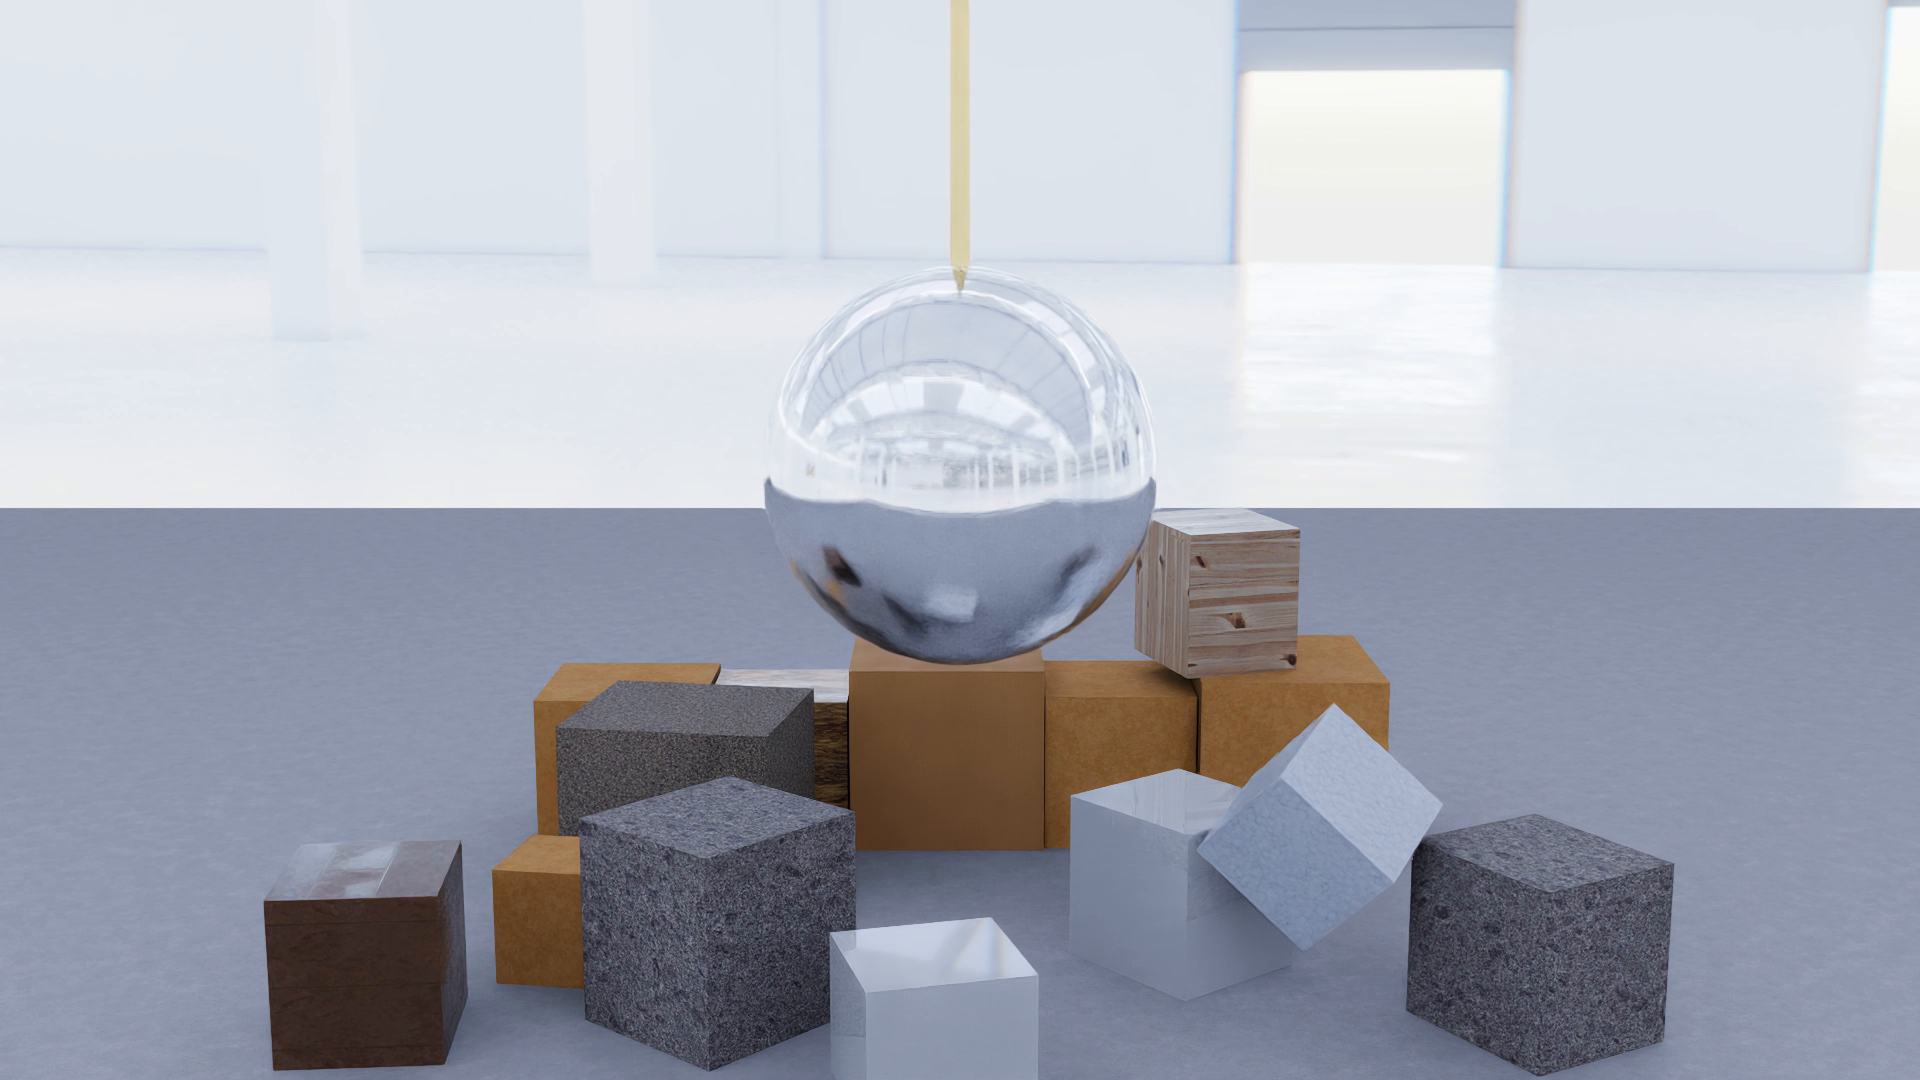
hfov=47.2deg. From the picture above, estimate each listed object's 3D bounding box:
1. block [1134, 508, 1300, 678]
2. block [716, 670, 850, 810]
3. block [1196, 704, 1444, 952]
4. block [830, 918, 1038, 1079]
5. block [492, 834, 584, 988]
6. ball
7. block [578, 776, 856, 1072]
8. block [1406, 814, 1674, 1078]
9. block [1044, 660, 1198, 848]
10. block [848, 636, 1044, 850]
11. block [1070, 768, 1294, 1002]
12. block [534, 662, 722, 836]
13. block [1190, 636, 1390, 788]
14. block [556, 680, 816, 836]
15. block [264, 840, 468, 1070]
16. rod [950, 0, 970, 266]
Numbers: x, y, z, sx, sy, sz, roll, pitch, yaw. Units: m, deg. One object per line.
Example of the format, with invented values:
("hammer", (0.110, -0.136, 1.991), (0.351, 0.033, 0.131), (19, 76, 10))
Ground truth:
("block", (1.301, 0.257, 11.212), (0.594, 0.720, 0.683), (-3, 11, -18))
("block", (-0.913, 1.113, 11.365), (0.697, 0.744, 0.693), (0, 10, 0))
("block", (1.454, 1.163, 8.903), (0.596, 0.606, 0.553), (43, 43, 4))
("block", (-0.106, 1.794, 8.131), (0.634, 0.561, 0.618), (-3, 11, -15))
("block", (-1.631, 1.590, 9.420), (0.577, 0.501, 0.483), (2, 10, 9))
("ball", (0.000, -0.298, 8.849), (1.600, 1.600, 1.600), (0, 10, 0))
("block", (-0.969, 1.515, 8.862), (0.754, 0.848, 0.799), (9, 14, 41))
("block", (2.300, 1.591, 8.767), (0.670, 0.733, 0.748), (-6, 12, -30))
("block", (0.800, 1.095, 11.364), (0.753, 0.780, 0.780), (0, 10, 0))
("block", (-0.065, 1.023, 11.363), (0.967, 0.922, 0.881), (0, 10, 0))
("block", (0.958, 1.467, 9.497), (0.657, 0.715, 0.711), (-8, 13, -39))
("block", (-1.694, 1.102, 11.370), (0.838, 0.763, 0.806), (0, 10, 1))
("block", (1.648, 1.041, 11.378), (0.922, 0.882, 1.057), (0, 10, 0))
("block", (-1.273, 1.218, 10.407), (0.988, 0.880, 0.897), (2, 10, 10))
("block", (-2.333, 1.629, 8.706), (0.644, 0.680, 0.685), (-1, 10, -5))
("rod", (0.000, -3.629, 9.534), (0.080, 5.200, 0.080), (0, -12, 0))
